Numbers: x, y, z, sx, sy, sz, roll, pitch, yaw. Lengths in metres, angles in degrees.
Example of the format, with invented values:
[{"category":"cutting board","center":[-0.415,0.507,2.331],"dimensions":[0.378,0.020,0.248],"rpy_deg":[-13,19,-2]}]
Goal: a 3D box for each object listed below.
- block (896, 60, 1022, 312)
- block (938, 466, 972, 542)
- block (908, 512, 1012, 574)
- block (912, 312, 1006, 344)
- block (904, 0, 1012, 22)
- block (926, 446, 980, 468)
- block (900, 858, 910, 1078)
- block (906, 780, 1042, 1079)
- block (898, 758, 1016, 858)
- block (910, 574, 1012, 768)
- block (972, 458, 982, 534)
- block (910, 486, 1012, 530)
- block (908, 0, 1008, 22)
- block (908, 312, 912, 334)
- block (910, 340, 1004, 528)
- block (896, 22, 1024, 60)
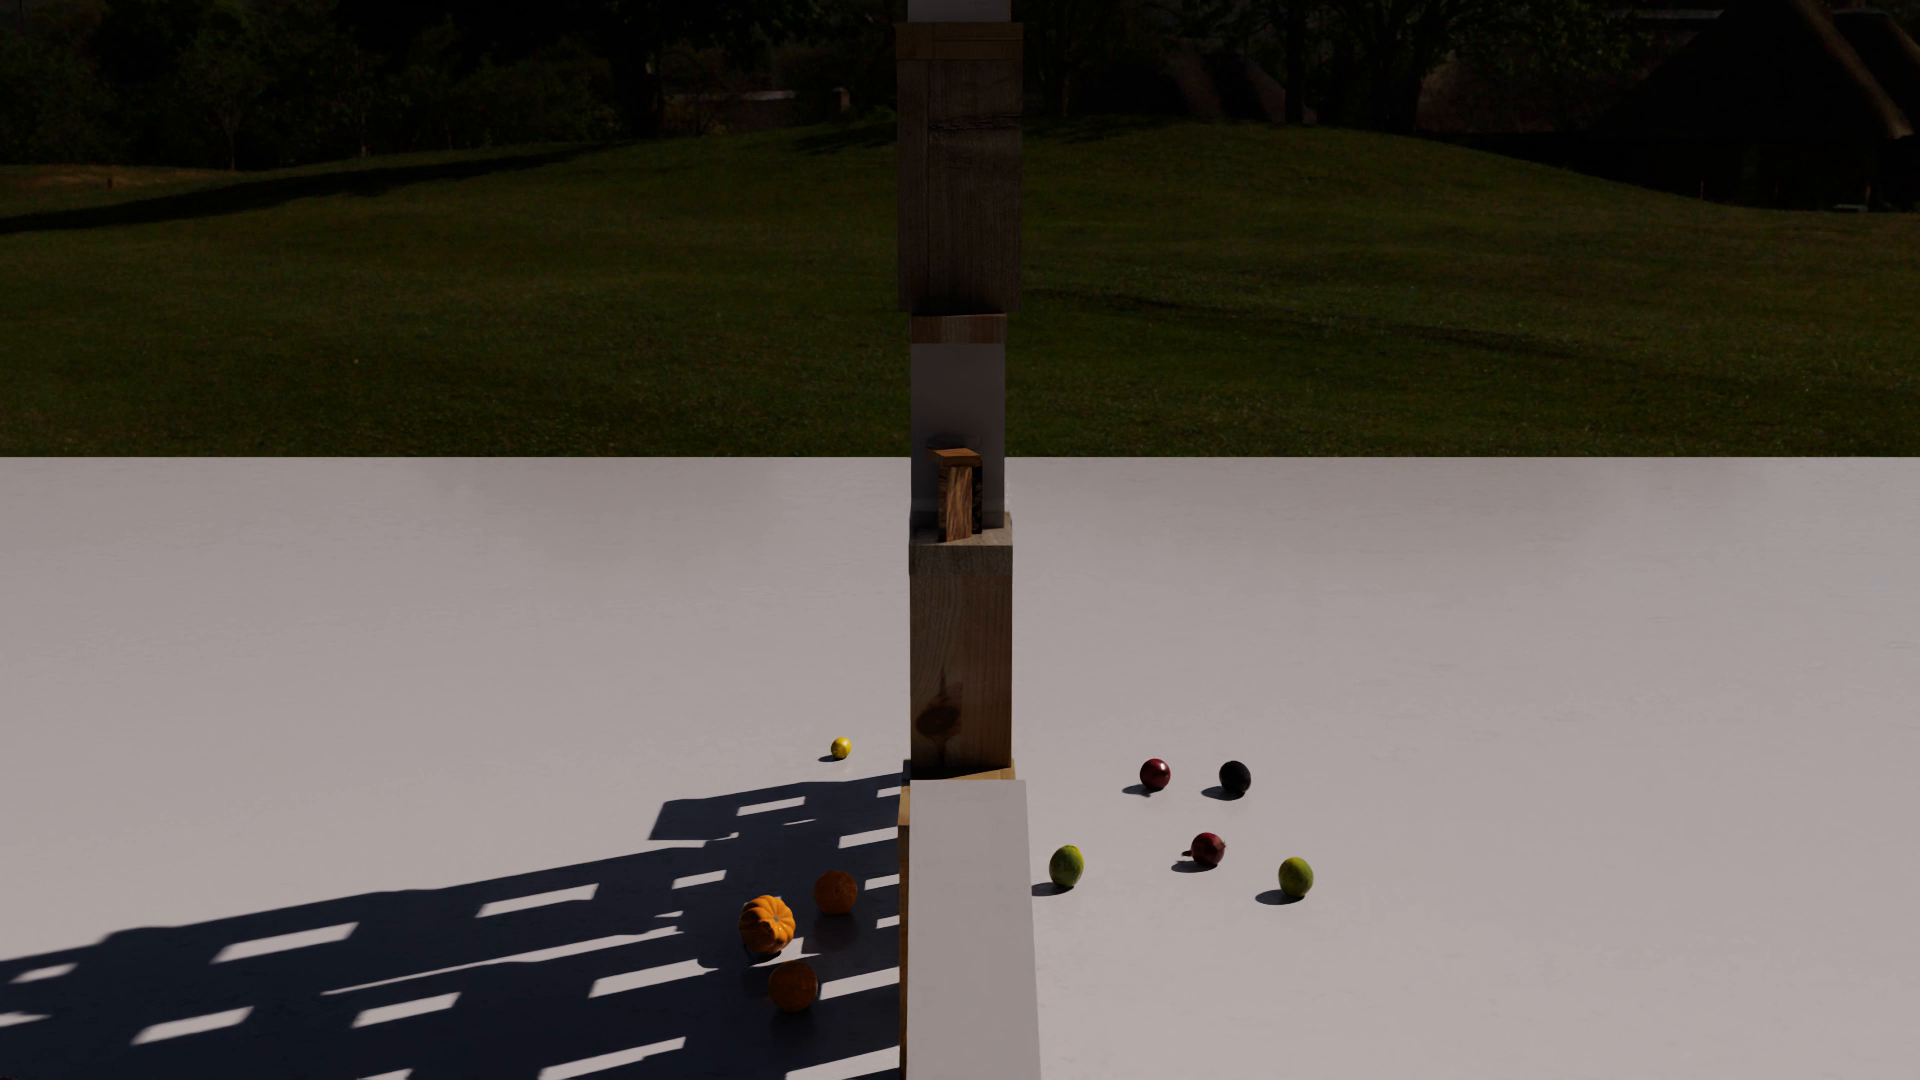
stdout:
[{"category":"block","center":[0.000,-0.503,3.138],"dimensions":[0.176,0.353,0.050],"rpy_deg":[0,11,0]},{"category":"block","center":[-0.006,-0.053,3.059],"dimensions":[0.015,0.105,0.053],"rpy_deg":[9,13,41]},{"category":"block","center":[0.002,0.002,3.164],"dimensions":[0.143,0.041,0.286],"rpy_deg":[0,10,0]},{"category":"block","center":[-0.002,-0.318,3.214],"dimensions":[0.134,0.038,0.267],"rpy_deg":[0,10,0]},{"category":"block","center":[-0.004,-0.929,3.310],"dimensions":[0.161,0.322,0.046],"rpy_deg":[0,10,0]},{"category":"block","center":[-0.010,-0.117,3.076],"dimensions":[0.053,0.015,0.105],"rpy_deg":[-3,10,-14]},{"category":"block","center":[-0.001,0.561,2.949],"dimensions":[0.159,0.318,0.045],"rpy_deg":[0,7,0]},{"category":"block","center":[0.015,0.595,2.468],"dimensions":[0.149,0.042,0.931],"rpy_deg":[0,35,-1]},{"category":"block","center":[-0.002,0.364,3.013],"dimensions":[0.159,0.045,0.318],"rpy_deg":[0,10,0]},{"category":"block","center":[0.002,0.179,3.110],"dimensions":[0.143,0.286,0.041],"rpy_deg":[0,13,0]},{"category":"block","center":[0.005,-0.062,3.109],"dimensions":[0.053,0.105,0.015],"rpy_deg":[-1,10,-4]},{"category":"block","center":[0.001,-0.038,3.463],"dimensions":[0.155,0.044,0.310],"rpy_deg":[0,11,0]},{"category":"block","center":[-0.003,-0.853,3.034],"dimensions":[0.136,0.272,0.039],"rpy_deg":[0,11,-1]},{"category":"block","center":[-0.004,-0.523,3.762],"dimensions":[0.169,0.338,0.048],"rpy_deg":[0,11,1]},{"category":"block","center":[-0.003,-0.152,3.153],"dimensions":[0.134,0.267,0.038],"rpy_deg":[0,10,0]},{"category":"block","center":[-0.002,-0.722,3.217],"dimensions":[0.176,0.050,0.353],"rpy_deg":[0,10,-1]}]
